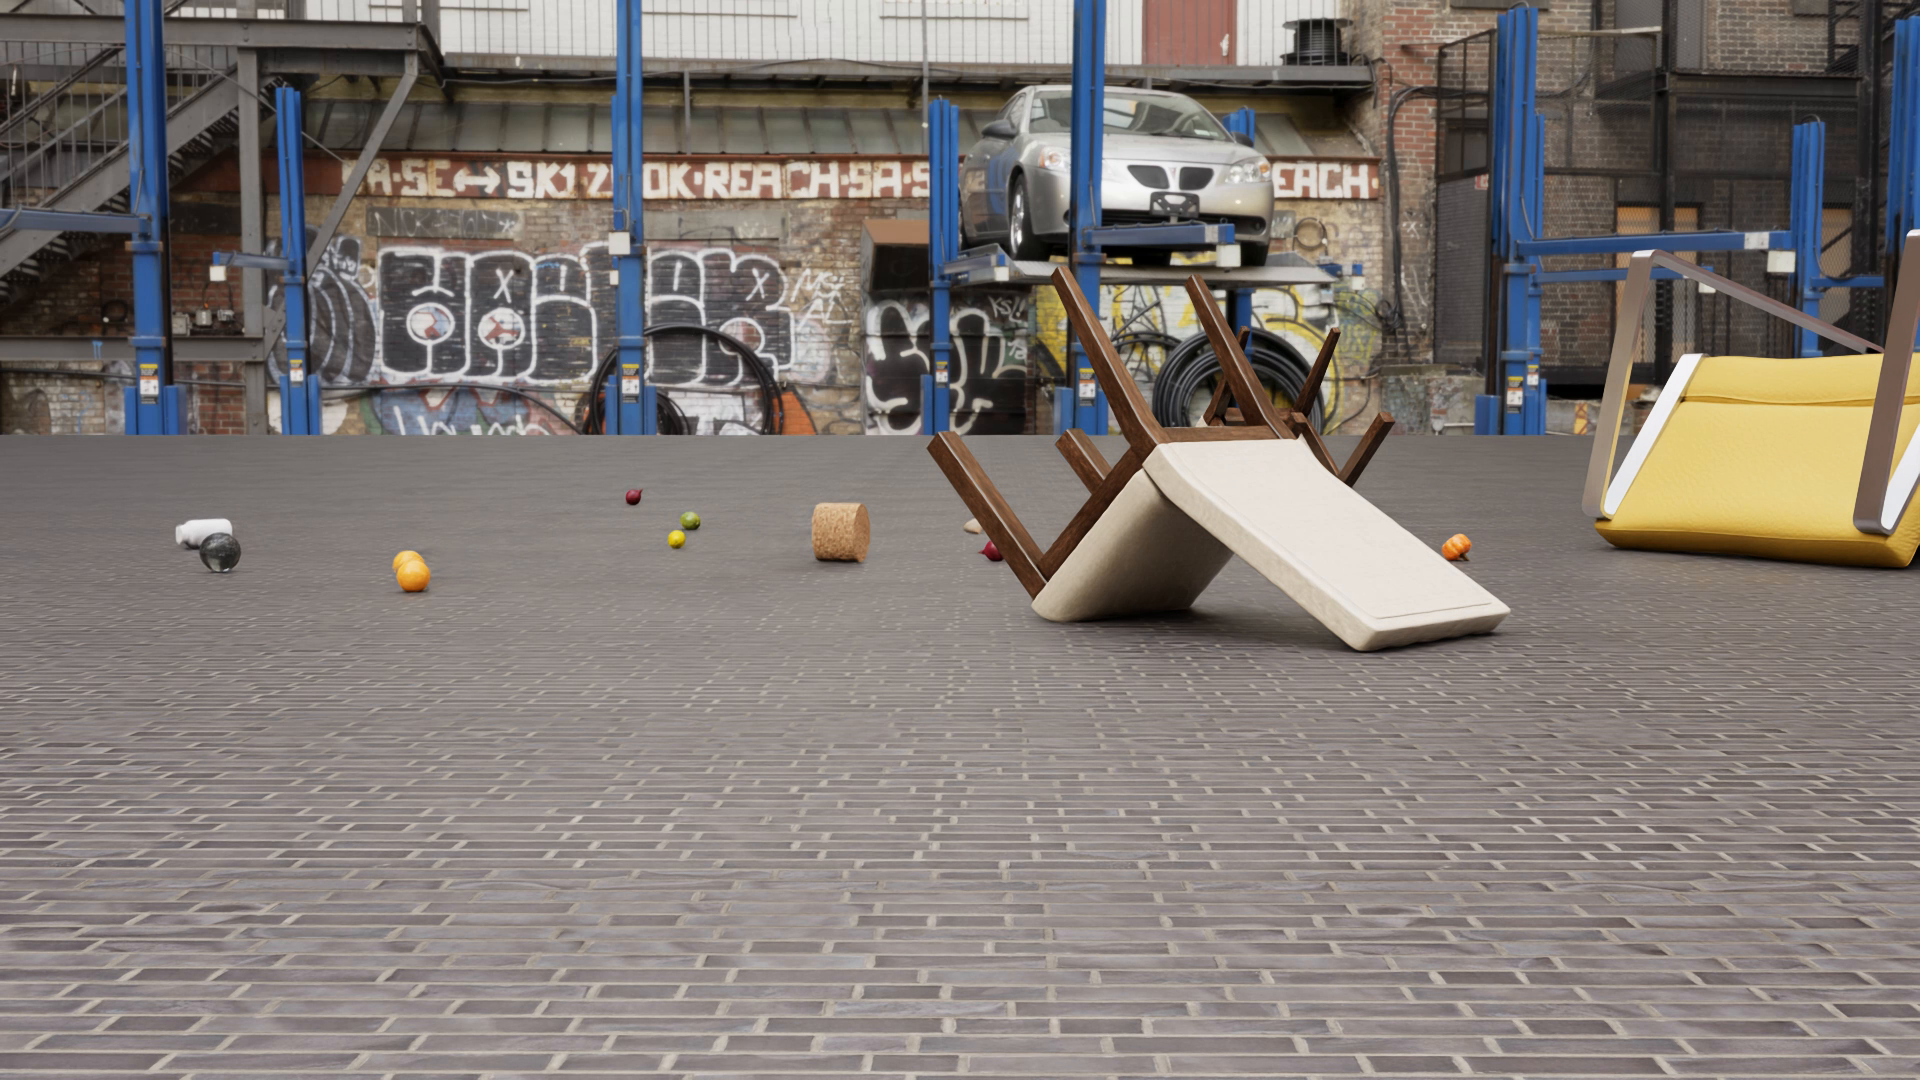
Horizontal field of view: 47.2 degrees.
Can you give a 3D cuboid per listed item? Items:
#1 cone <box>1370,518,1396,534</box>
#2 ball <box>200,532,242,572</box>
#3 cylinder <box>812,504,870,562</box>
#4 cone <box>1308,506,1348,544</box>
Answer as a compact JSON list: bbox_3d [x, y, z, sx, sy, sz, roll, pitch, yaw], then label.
[{"bbox_3d":[1.305,-0.034,6.877,0.097,0.048,0.060,-7,-15,-26],"label":"cone"},{"bbox_3d":[-1.815,0.030,5.397,0.098,0.098,0.098,0,4,0],"label":"ball"},{"bbox_3d":[-0.312,-0.020,5.745,0.128,0.149,0.083,2,3,28],"label":"cylinder"},{"bbox_3d":[1.085,-0.048,6.465,0.116,0.107,0.176,0,4,2],"label":"cone"}]
